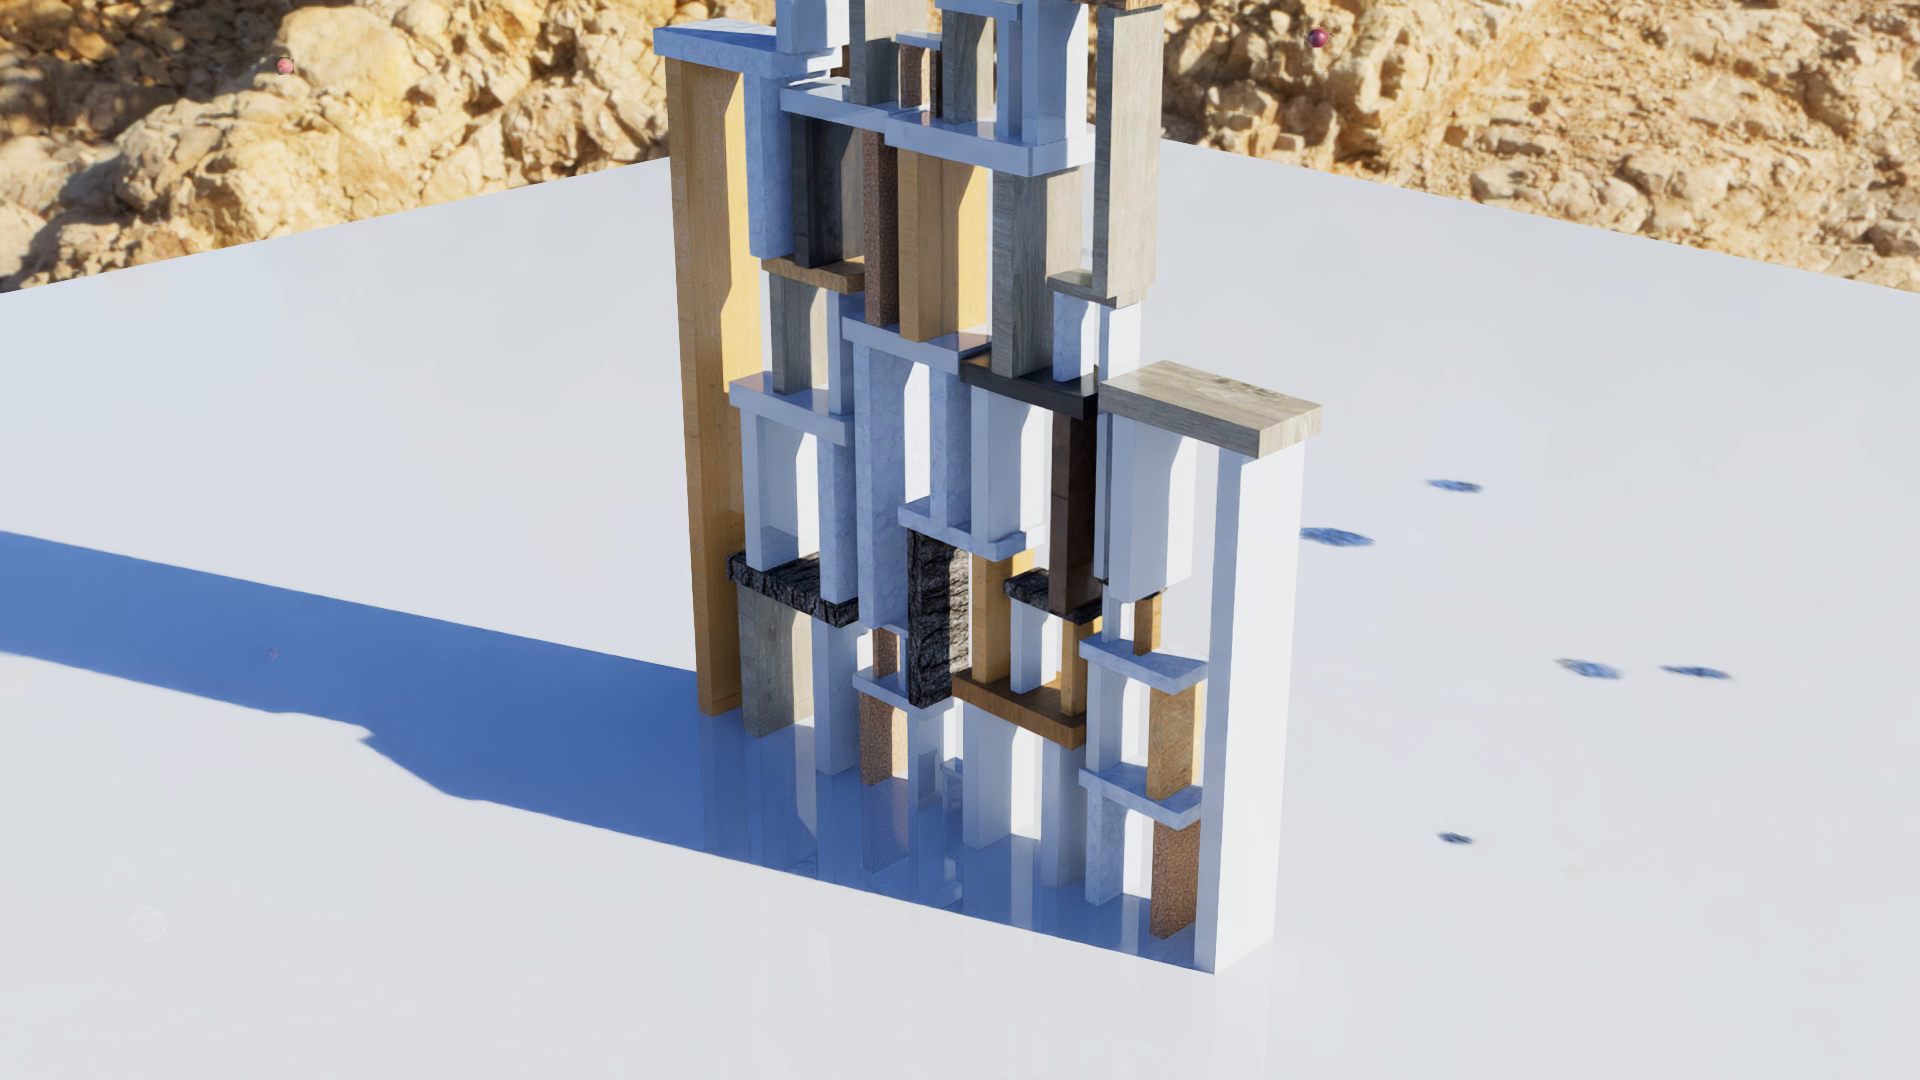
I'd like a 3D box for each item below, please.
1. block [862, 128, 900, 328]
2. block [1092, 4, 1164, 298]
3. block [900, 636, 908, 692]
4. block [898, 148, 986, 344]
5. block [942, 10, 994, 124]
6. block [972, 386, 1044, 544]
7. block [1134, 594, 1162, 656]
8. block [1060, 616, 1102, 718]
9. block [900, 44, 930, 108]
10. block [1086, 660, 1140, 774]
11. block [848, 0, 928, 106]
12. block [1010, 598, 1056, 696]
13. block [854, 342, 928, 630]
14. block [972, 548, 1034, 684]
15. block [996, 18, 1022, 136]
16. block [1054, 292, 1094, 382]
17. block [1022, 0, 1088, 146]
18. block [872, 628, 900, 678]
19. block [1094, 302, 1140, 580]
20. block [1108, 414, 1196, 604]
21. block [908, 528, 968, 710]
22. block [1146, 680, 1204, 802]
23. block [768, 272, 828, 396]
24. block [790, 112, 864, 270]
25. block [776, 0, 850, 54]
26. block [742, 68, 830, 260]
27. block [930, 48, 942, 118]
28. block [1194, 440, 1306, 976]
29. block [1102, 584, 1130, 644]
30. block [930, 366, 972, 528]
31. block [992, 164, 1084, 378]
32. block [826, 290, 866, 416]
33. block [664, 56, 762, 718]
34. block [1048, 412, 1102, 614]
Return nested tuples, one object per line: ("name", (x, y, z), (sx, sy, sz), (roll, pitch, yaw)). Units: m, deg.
("block", (-0.111, -0.592, 4.093), (0.148, 0.368, 0.042), (-21, 31, -41))
("block", (0.278, -0.647, 3.642), (0.124, 0.479, 0.035), (-21, 31, -40))
("block", (-0.094, 0.239, 4.423), (0.017, 0.120, 0.060), (21, 31, 41))
("block", (-0.031, -0.553, 4.022), (0.176, 0.353, 0.050), (-21, 31, -41))
("block", (0.014, -0.835, 3.853), (0.028, 0.197, 0.099), (21, 31, 41))
("block", (0.089, -0.157, 4.062), (0.042, 0.299, 0.149), (21, 31, 41))
("block", (0.335, 0.146, 3.924), (0.016, 0.113, 0.057), (21, 31, 41))
("block", (0.230, 0.223, 4.071), (0.096, 0.193, 0.027), (-21, 31, -41))
("block", (-0.081, -0.838, 3.950), (0.016, 0.113, 0.057), (21, 31, 41))
("block", (0.282, 0.308, 4.051), (0.111, 0.221, 0.031), (-22, 31, -40))
("block", (-0.129, -0.979, 3.951), (0.043, 0.373, 0.153), (21, 31, 40))
("block", (0.140, 0.187, 4.155), (0.096, 0.193, 0.027), (-21, 31, -41))
("block", (-0.132, -0.120, 4.319), (0.155, 0.589, 0.044), (-21, 31, -41))
("block", (0.082, 0.132, 4.194), (0.037, 0.263, 0.131), (21, 31, 41))
("block", (0.107, -0.798, 3.767), (0.028, 0.197, 0.099), (21, 31, 41))
("block", (0.200, -0.364, 3.853), (0.023, 0.161, 0.081), (21, 31, 41))
("block", (0.160, -0.800, 3.706), (0.035, 0.247, 0.124), (21, 31, 41))
("block", (-0.150, 0.217, 4.475), (0.017, 0.120, 0.060), (21, 31, 41))
("block", (0.275, -0.176, 3.851), (0.081, 0.505, 0.023), (-21, 31, -40))
("block", (0.336, -0.075, 3.824), (0.048, 0.339, 0.170), (21, 31, 40))
("block", (-0.042, 0.138, 4.331), (0.037, 0.379, 0.131), (21, 31, 41))
("block", (0.387, 0.349, 3.955), (0.111, 0.221, 0.031), (-22, 31, -40))
("block", (-0.319, -0.424, 4.392), (0.035, 0.248, 0.124), (21, 31, 41))
("block", (-0.251, -0.680, 4.208), (0.042, 0.296, 0.148), (21, 31, 40))
("block", (-0.271, -1.067, 4.072), (0.043, 0.306, 0.153), (22, 31, 40))
("block", (-0.331, -0.737, 4.269), (0.050, 0.355, 0.177), (21, 31, 40))
("block", (-0.028, -0.814, 3.902), (0.016, 0.121, 0.057), (21, 31, 40))
("block", (0.498, 0.289, 3.805), (0.170, 0.995, 0.048), (-21, 31, -41))
("block", (0.282, 0.125, 3.974), (0.057, 0.113, 0.016), (-21, 31, -40))
("block", (0.014, -0.191, 4.130), (0.044, 0.310, 0.155), (21, 31, 41))
("block", (0.136, -0.483, 3.872), (0.050, 0.365, 0.176), (21, 31, 41))
("block", (-0.201, -0.379, 4.286), (0.035, 0.248, 0.124), (21, 31, 40))
("block", (-0.499, -0.303, 4.634), (0.050, 1.439, 0.177), (21, 31, 41))
("block", (0.228, -0.066, 3.950), (0.042, 0.379, 0.149), (22, 31, 40))
